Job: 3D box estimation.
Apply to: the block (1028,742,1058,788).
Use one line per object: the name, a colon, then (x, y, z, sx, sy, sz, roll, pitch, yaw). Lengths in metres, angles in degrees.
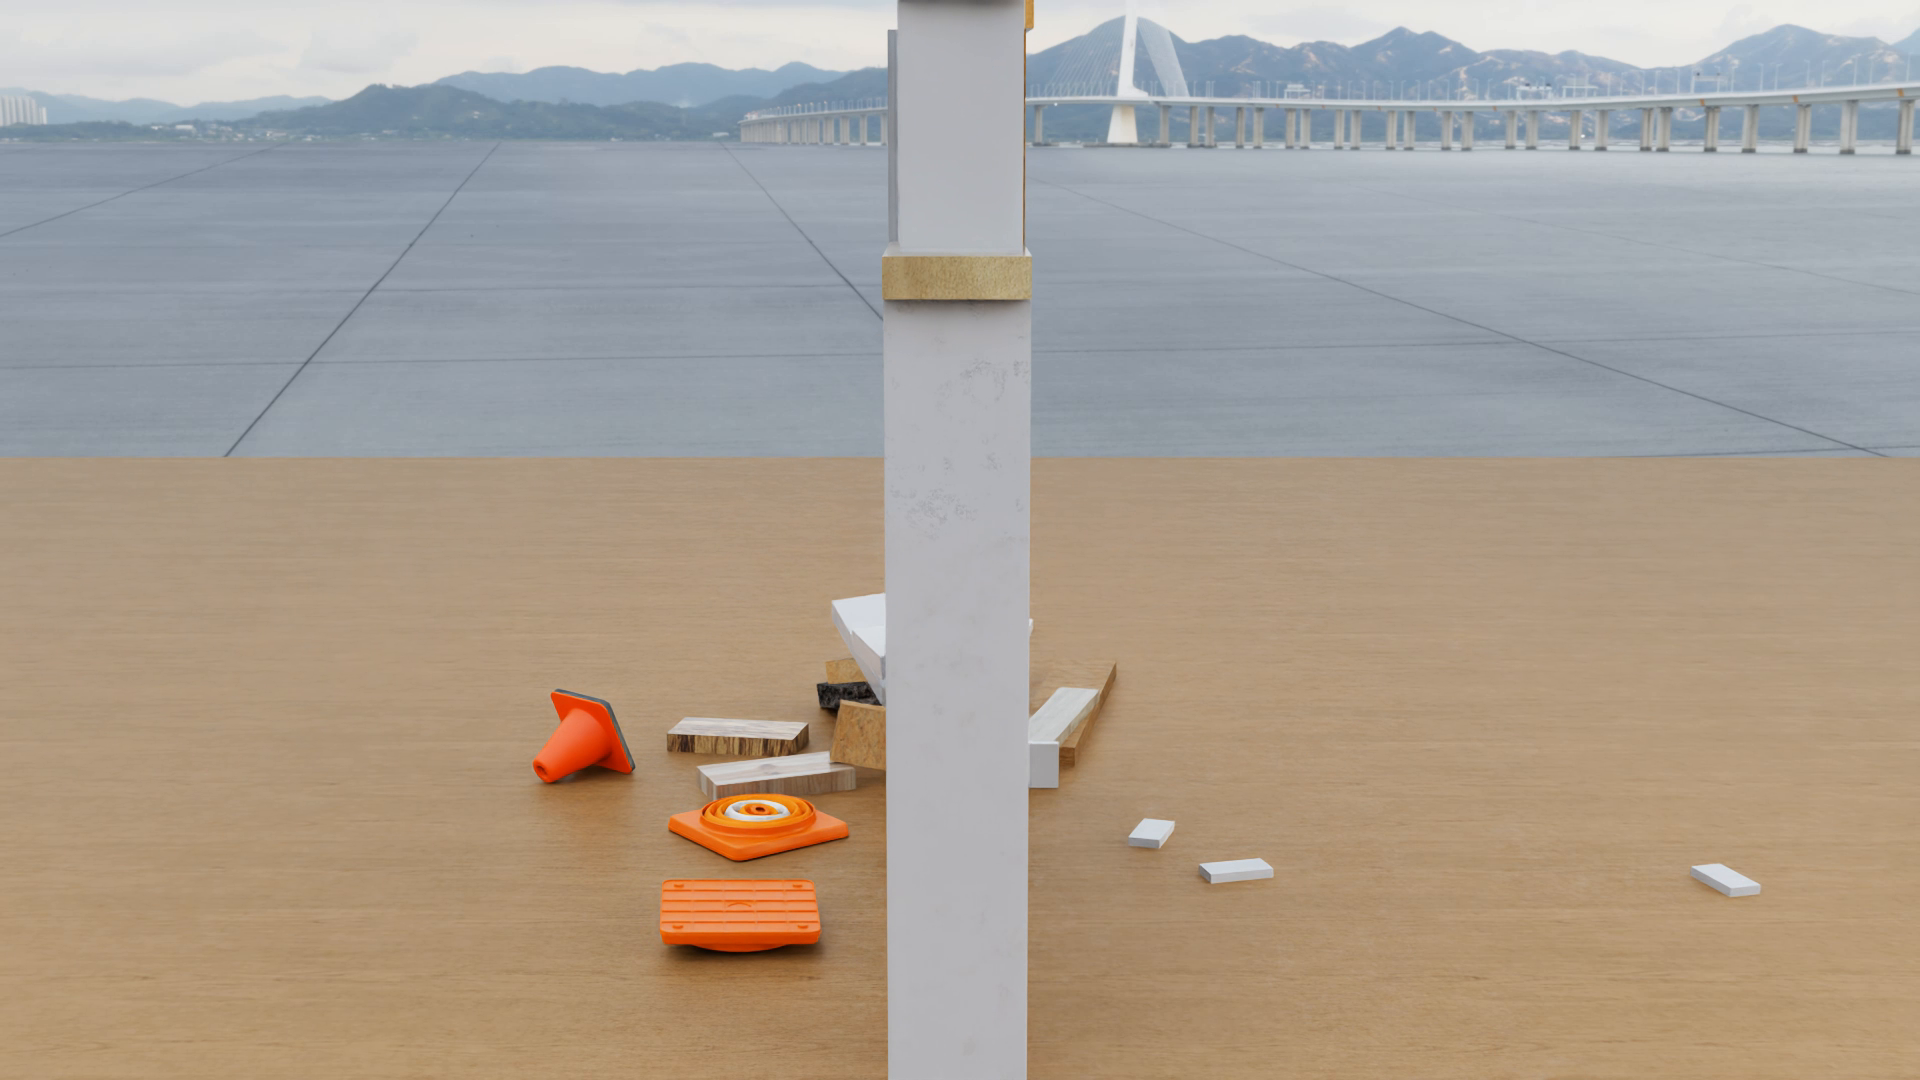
block: (0.104, 0.435, 4.262, 0.175, 0.087, 0.025, 0, 8, 1)

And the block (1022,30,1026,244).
block: (0.003, -0.496, 3.028, 0.171, 0.402, 0.048, 0, 10, -2)

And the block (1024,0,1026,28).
block: (0.002, -0.740, 3.104, 0.171, 0.048, 0.342, 0, 10, 0)

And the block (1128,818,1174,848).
block: (0.345, 0.528, 3.958, 0.057, 0.016, 0.113, 4, 11, 19)

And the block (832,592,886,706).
block: (-0.142, 0.224, 4.623, 0.157, 0.045, 0.387, -8, 28, -16)

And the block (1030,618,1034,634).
block: (0.126, 0.231, 5.525, 0.097, 0.027, 0.194, 1, 11, 7)

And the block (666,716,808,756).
block: (-0.459, 0.407, 4.550, 0.266, 0.038, 0.133, 2, 11, 10)

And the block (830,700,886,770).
block: (-0.129, 0.391, 4.298, 0.233, 0.117, 0.033, 10, 10, -8)

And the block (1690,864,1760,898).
block: (1.291, 0.574, 3.712, 0.057, 0.016, 0.113, -3, 11, -15)

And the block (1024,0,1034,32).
block: (0.013, -0.820, 3.450, 0.179, 0.051, 0.357, -1, 11, -3)

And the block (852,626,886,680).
block: (-0.111, 0.220, 4.424, 0.158, 0.045, 0.315, -6, 9, -12)

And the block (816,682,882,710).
block: (-0.188, 0.322, 4.718, 0.175, 0.050, 0.351, -9, 0, -14)

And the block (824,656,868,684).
block: (-0.100, 0.258, 4.805, 0.351, 0.050, 0.175, -9, 0, -38)

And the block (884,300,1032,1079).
block: (-0.003, 0.219, 2.783, 0.179, 1.053, 0.051, 0, 10, 0)

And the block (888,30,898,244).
block: (-0.018, -0.597, 3.365, 0.179, 0.357, 0.051, 1, 10, 4)

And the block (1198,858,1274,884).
block: (0.472, 0.565, 3.758, 0.113, 0.016, 0.057, -3, 11, -15)

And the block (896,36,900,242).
block: (-0.005, -0.569, 3.255, 0.171, 0.342, 0.048, 1, 11, 5)

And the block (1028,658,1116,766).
block: (0.228, 0.365, 4.771, 0.139, 0.039, 0.745, 2, 11, 10)

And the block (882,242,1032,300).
block: (-0.004, -0.345, 2.801, 0.179, 0.051, 0.358, 0, 11, 0)

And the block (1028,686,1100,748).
block: (0.200, 0.372, 4.558, 0.087, 0.025, 0.442, 3, 11, 16)

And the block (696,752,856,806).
block: (-0.357, 0.460, 4.260, 0.278, 0.039, 0.139, -4, 11, -22)

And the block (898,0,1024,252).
block: (0.001, -0.508, 2.703, 0.152, 0.304, 0.043, 0, 11, 0)
